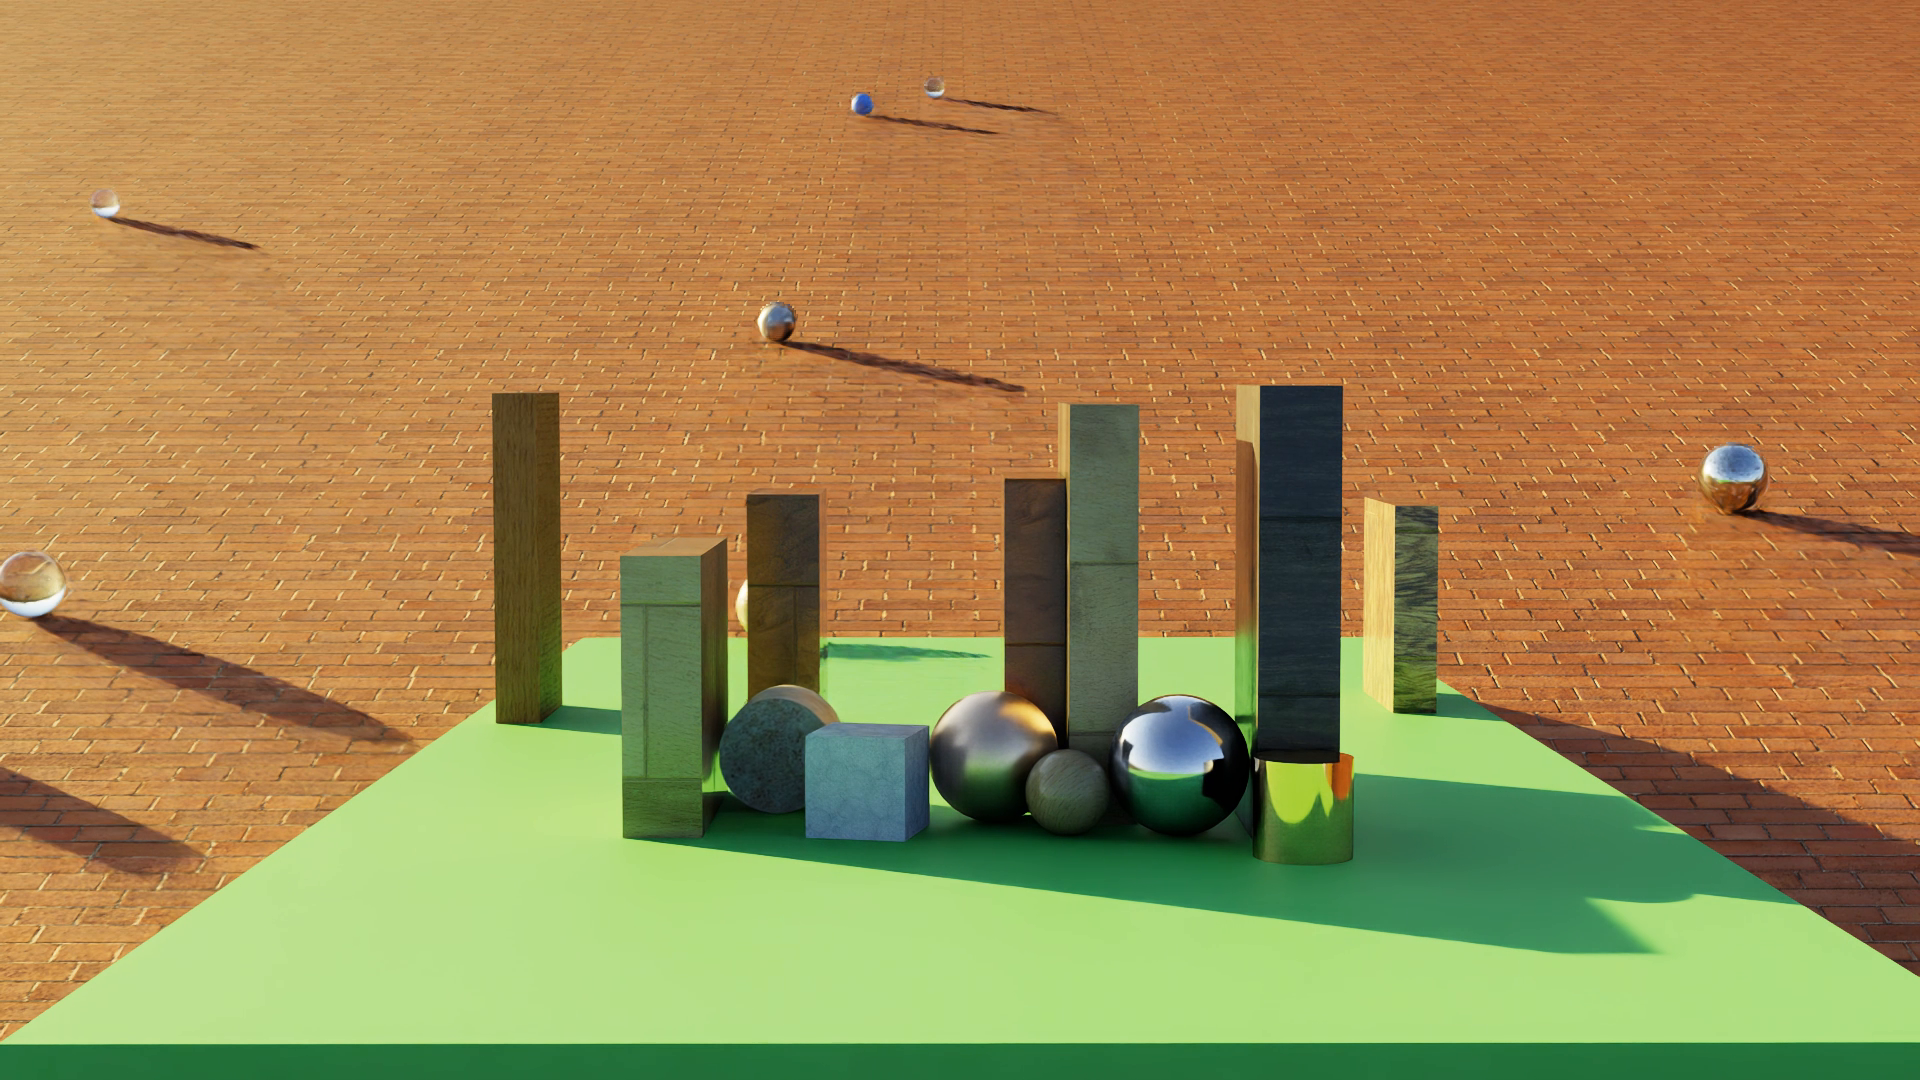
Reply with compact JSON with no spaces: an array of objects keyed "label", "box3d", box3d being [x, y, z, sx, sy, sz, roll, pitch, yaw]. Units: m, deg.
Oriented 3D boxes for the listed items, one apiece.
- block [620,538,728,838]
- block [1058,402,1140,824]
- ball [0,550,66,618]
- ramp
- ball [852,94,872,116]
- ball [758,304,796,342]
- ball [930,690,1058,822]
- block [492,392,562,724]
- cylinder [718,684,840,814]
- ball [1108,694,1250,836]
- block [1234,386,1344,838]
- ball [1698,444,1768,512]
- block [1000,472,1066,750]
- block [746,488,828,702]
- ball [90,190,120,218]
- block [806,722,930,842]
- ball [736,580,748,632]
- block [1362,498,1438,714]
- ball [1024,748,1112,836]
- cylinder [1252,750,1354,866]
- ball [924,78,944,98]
[{"label":"block","box3d":[-0.426,0.211,3.871,0.114,0.404,0.429,0,4,0]},{"label":"block","box3d":[0.210,0.098,3.970,0.101,0.617,0.420,0,4,0]},{"label":"ball","box3d":[-2.499,0.118,6.900,0.181,0.181,0.181,0,20,0]},{"label":"ramp","box3d":[0.047,0.422,4.534,2.000,0.100,4.000,0,4,0]},{"label":"ball","box3d":[-0.523,-2.329,13.733,0.115,0.115,0.115,0,20,0]},{"label":"ball","box3d":[-0.676,-0.803,9.495,0.140,0.140,0.140,0,20,0]},{"label":"ball","box3d":[0.050,0.320,3.803,0.195,0.195,0.195,0,20,0]},{"label":"block","box3d":[-0.843,0.027,5.016,0.084,0.629,0.280,0,4,0]},{"label":"cylinder","box3d":[-0.274,0.321,3.962,0.175,0.175,0.175,1,4,2]},{"label":"ball","box3d":[0.314,0.323,3.686,0.204,0.204,0.204,0,20,0]},{"label":"block","box3d":[0.473,0.099,3.727,0.115,0.645,0.297,0,4,0]},{"label":"ball","box3d":[2.321,-0.187,7.708,0.202,0.202,0.202,0,20,0]},{"label":"block","box3d":[0.113,0.150,4.034,0.092,0.505,0.290,0,4,0]},{"label":"block","box3d":[-0.315,0.136,4.709,0.129,0.451,0.266,0,4,0]},{"label":"ball","box3d":[-3.803,-1.496,11.422,0.127,0.127,0.127,0,20,0]},{"label":"block","box3d":[-0.133,0.349,3.725,0.147,0.147,0.147,1,4,13]},{"label":"ball","box3d":[-0.465,0.163,6.394,0.185,0.185,0.185,0,20,0]},{"label":"block","box3d":[0.892,0.125,5.210,0.085,0.408,0.371,0,4,0]},{"label":"ball","box3d":[0.155,0.362,3.691,0.124,0.124,0.124,0,20,0]},{"label":"cylinder","box3d":[0.471,0.366,3.526,0.138,0.138,0.138,0,4,0]},{"label":"ball","box3d":[-0.143,-2.504,14.217,0.113,0.113,0.113,0,20,0]}]
